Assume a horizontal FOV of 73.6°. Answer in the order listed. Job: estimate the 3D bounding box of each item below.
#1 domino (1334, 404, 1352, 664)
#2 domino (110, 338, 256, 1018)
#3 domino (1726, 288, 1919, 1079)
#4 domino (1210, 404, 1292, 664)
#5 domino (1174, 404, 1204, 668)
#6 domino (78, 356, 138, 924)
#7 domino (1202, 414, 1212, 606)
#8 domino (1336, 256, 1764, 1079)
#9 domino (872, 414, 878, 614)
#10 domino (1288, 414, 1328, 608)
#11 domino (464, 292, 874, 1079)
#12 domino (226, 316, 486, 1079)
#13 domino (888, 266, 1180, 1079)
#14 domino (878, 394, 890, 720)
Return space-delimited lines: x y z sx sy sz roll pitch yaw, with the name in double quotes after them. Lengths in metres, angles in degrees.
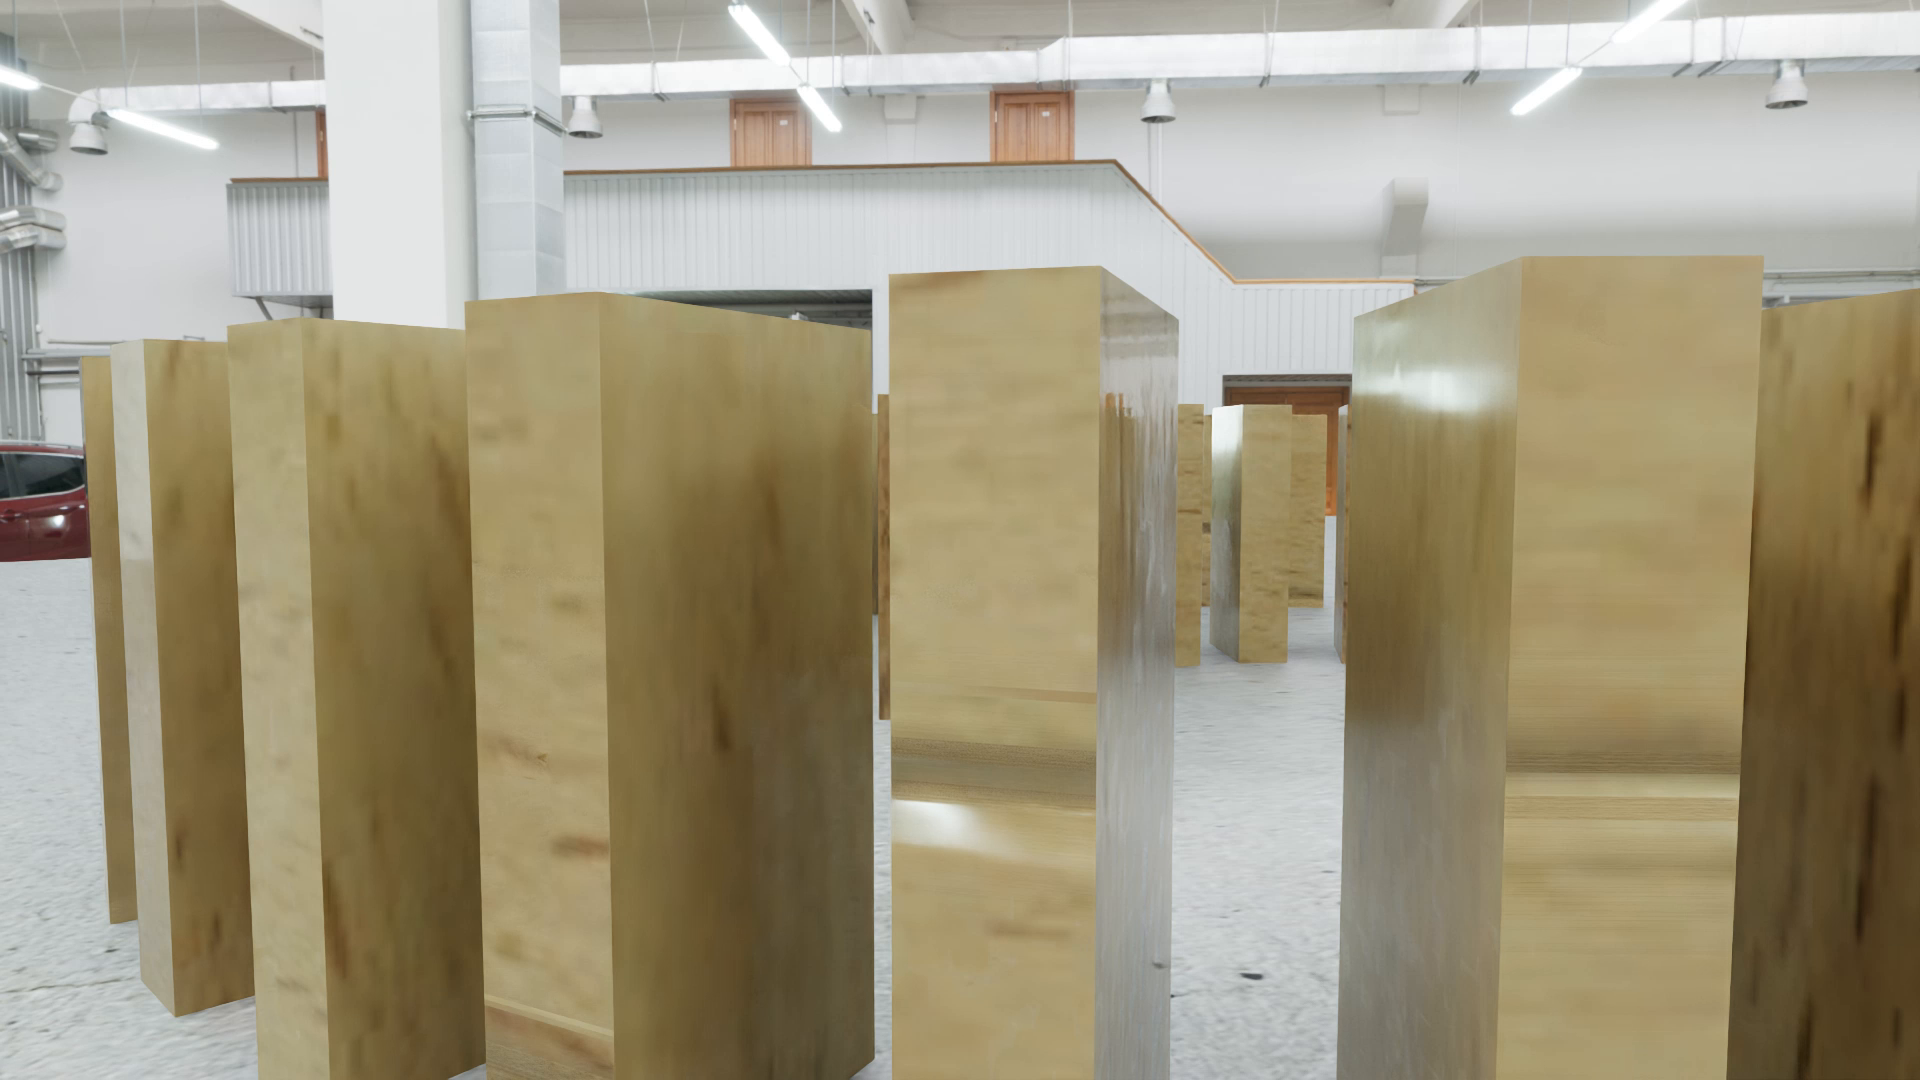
0.081 -0.002 0.258 0.010 0.050 0.025 1 4 13 "domino"
-0.053 0.010 0.106 0.010 0.050 0.025 4 6 44 "domino"
0.051 0.013 0.067 0.009 0.050 0.025 -1 4 -8 "domino"
0.058 -0.002 0.260 0.009 0.050 0.025 0 4 -2 "domino"
0.036 -0.001 0.254 0.010 0.050 0.025 -2 5 -26 "domino"
-0.068 0.008 0.123 0.025 0.050 0.010 -3 5 -36 "domino"
0.069 -0.008 0.346 0.009 0.050 0.025 0 4 3 "domino"
0.028 0.013 0.066 0.009 0.050 0.025 0 4 2 "domino"
-0.019 -0.007 0.323 0.009 0.050 0.025 -3 5 -34 "domino"
0.092 -0.008 0.344 0.009 0.050 0.025 1 4 9 "domino"
-0.016 0.012 0.078 0.010 0.050 0.025 2 5 28 "domino"
-0.035 0.011 0.091 0.010 0.050 0.025 3 5 36 "domino"
0.005 0.012 0.069 0.009 0.050 0.025 1 4 17 "domino"
0.000 0.002 0.201 0.025 0.050 0.010 0 4 0 "domino"
